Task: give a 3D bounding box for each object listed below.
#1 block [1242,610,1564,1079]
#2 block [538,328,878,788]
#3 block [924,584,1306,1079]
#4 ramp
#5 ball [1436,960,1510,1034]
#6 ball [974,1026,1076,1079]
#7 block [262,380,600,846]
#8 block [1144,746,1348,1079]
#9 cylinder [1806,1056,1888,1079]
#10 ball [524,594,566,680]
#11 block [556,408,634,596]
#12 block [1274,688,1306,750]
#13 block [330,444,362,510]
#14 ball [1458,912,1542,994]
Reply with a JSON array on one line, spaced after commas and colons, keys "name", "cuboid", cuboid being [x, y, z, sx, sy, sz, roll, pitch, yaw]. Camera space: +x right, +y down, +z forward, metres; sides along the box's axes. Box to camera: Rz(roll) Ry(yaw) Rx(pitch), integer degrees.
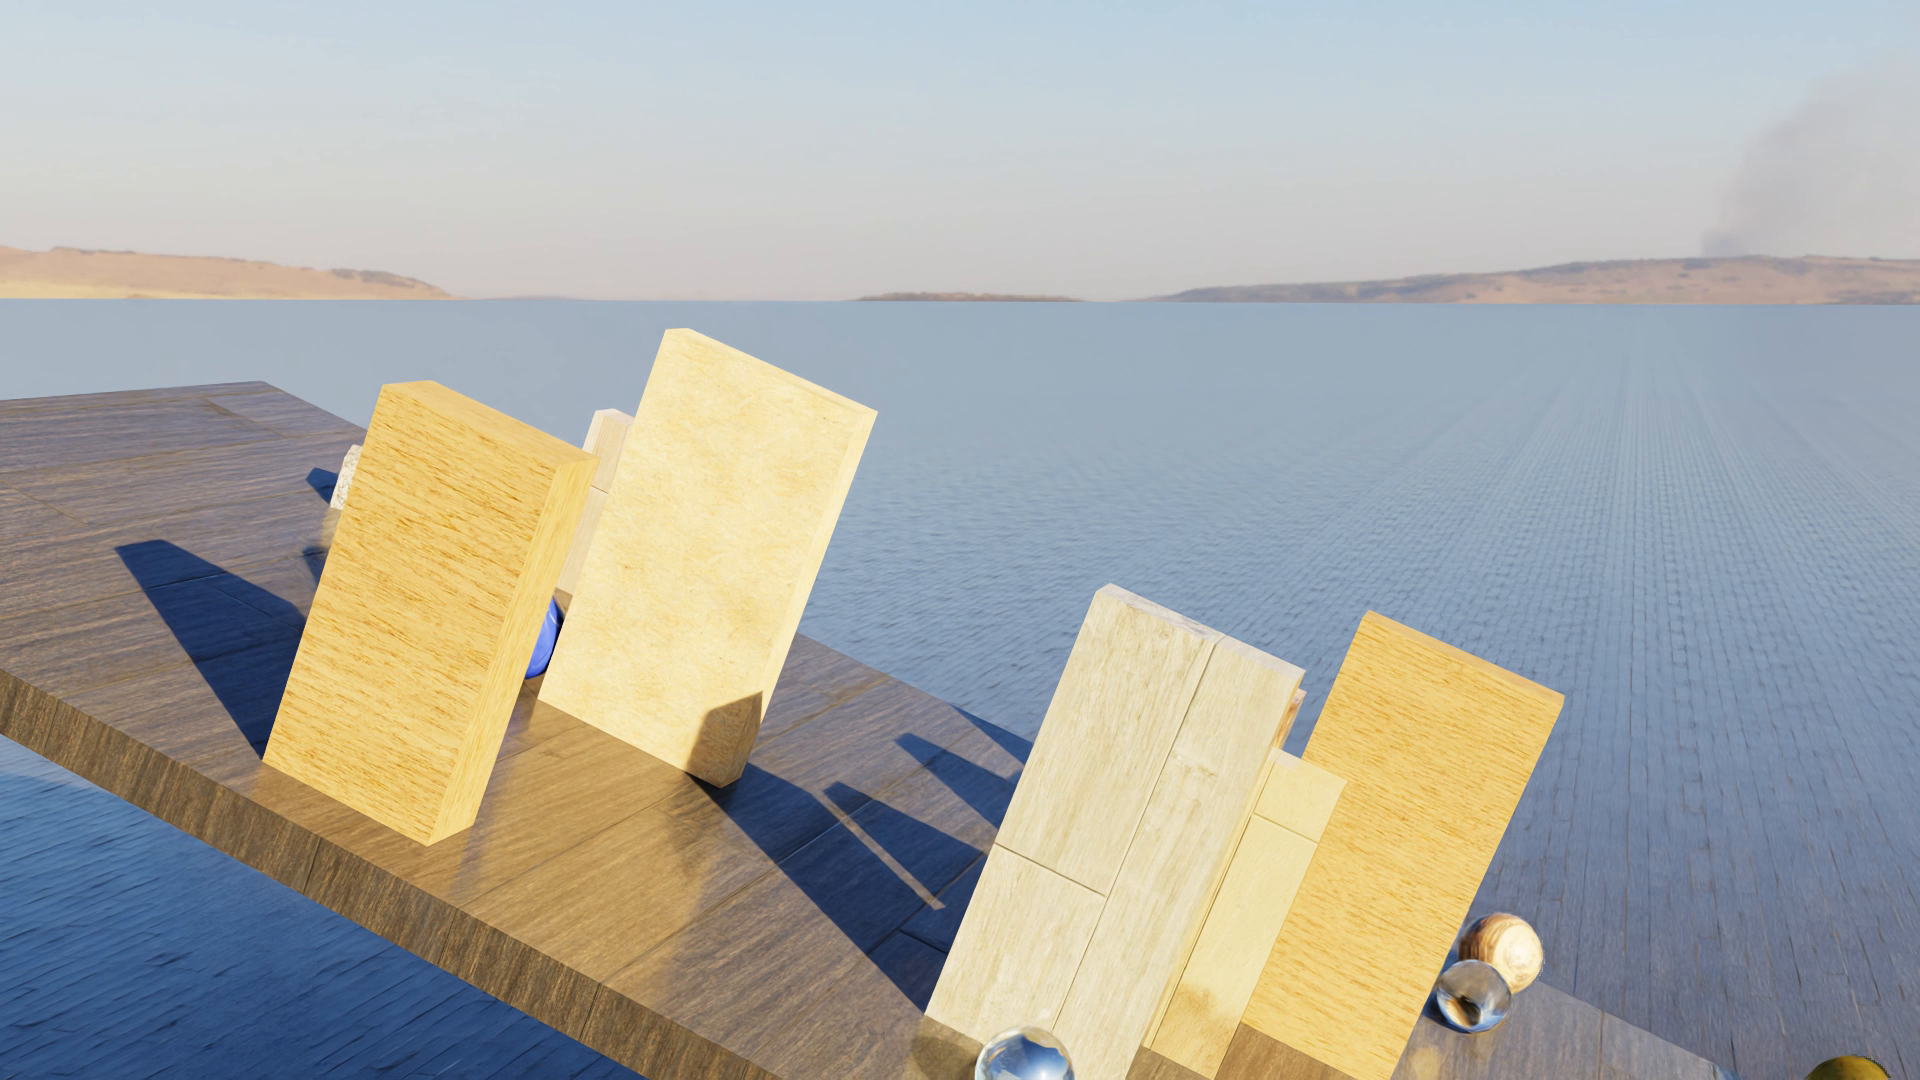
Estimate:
[{"name": "block", "cuboid": [0.741, 0.553, 3.914, 0.367, 0.770, 0.096, 24, 13, 13]}, {"name": "block", "cuboid": [-0.480, 0.034, 4.124, 0.406, 0.758, 0.098, 24, 13, 13]}, {"name": "block", "cuboid": [0.236, 0.480, 3.446, 0.332, 0.750, 0.093, 24, 13, 13]}, {"name": "ramp", "cuboid": [-0.311, 0.554, 4.197, 4.000, 0.100, 2.000, 24, 13, 13]}, {"name": "ball", "cuboid": [1.014, 0.901, 4.342, 0.143, 0.143, 0.143, 0, 7, 0]}, {"name": "ball", "cuboid": [0.097, 0.798, 3.267, 0.151, 0.151, 0.151, 0, 7, 0]}, {"name": "block", "cuboid": [-0.837, 0.112, 3.467, 0.316, 0.649, 0.142, 24, 13, 13]}, {"name": "block", "cuboid": [0.390, 0.588, 3.709, 0.327, 0.546, 0.091, 24, 13, 13]}, {"name": "cylinder", "cuboid": [1.820, 1.171, 4.449, 0.182, 0.182, 0.182, 1, 16, 4]}, {"name": "ball", "cuboid": [-0.851, 0.173, 4.236, 0.193, 0.193, 0.193, 0, 7, 0]}, {"name": "block", "cuboid": [-0.674, -0.022, 4.850, 0.409, 0.404, 0.089, 24, 13, 13]}, {"name": "block", "cuboid": [0.492, 0.448, 4.778, 0.373, 0.406, 0.144, 24, 13, 13]}, {"name": "block", "cuboid": [-1.319, -0.126, 4.895, 0.118, 0.118, 0.118, 19, 13, -11]}, {"name": "ball", "cuboid": [1.132, 0.867, 4.608, 0.172, 0.172, 0.172, 0, 7, 0]}]
